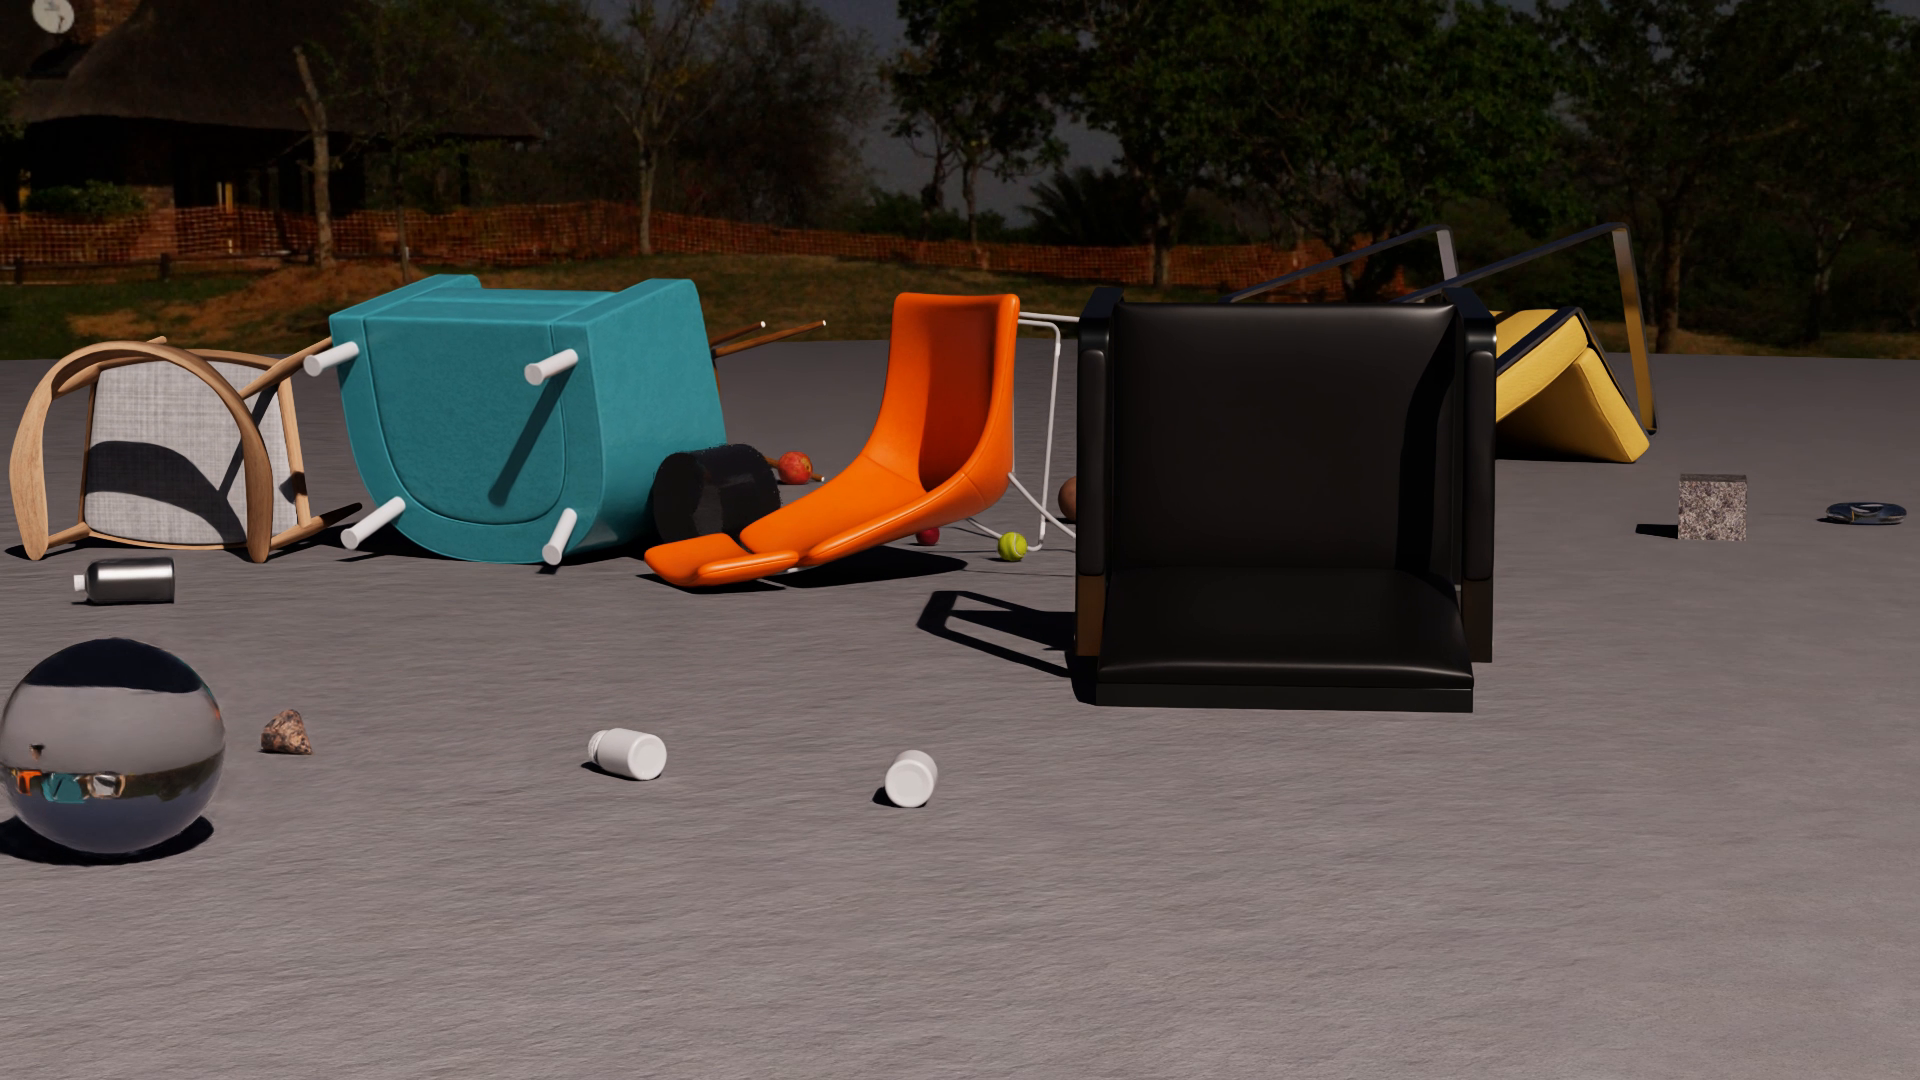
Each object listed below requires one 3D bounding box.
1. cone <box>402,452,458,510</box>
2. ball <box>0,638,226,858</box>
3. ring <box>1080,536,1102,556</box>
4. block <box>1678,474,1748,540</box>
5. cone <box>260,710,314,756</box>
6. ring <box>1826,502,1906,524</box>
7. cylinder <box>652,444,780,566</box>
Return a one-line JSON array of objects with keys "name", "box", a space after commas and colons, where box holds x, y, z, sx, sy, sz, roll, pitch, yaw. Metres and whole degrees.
[{"name": "cone", "box": [-1.477, -0.132, 7.316, 0.121, 0.194, 0.232, 42, 3, -28]}, {"name": "ball", "box": [-0.961, 0.236, 2.907, 0.250, 0.250, 0.250, 0, 6, 0]}, {"name": "ring", "box": [0.313, 0.014, 6.092, 0.049, 0.039, 0.113, 0, 7, 13]}, {"name": "block", "box": [1.914, -0.085, 6.528, 0.162, 0.146, 0.255, 2, 6, 16]}, {"name": "cone", "box": [-0.916, 0.280, 3.545, 0.065, 0.066, 0.076, 32, 4, 22]}, {"name": "ring", "box": [2.427, -0.071, 6.871, 0.207, 0.049, 0.213, 1, 5, 19]}, {"name": "cylinder", "box": [-0.562, -0.084, 5.955, 0.171, 0.263, 0.316, -10, 2, 21]}]
